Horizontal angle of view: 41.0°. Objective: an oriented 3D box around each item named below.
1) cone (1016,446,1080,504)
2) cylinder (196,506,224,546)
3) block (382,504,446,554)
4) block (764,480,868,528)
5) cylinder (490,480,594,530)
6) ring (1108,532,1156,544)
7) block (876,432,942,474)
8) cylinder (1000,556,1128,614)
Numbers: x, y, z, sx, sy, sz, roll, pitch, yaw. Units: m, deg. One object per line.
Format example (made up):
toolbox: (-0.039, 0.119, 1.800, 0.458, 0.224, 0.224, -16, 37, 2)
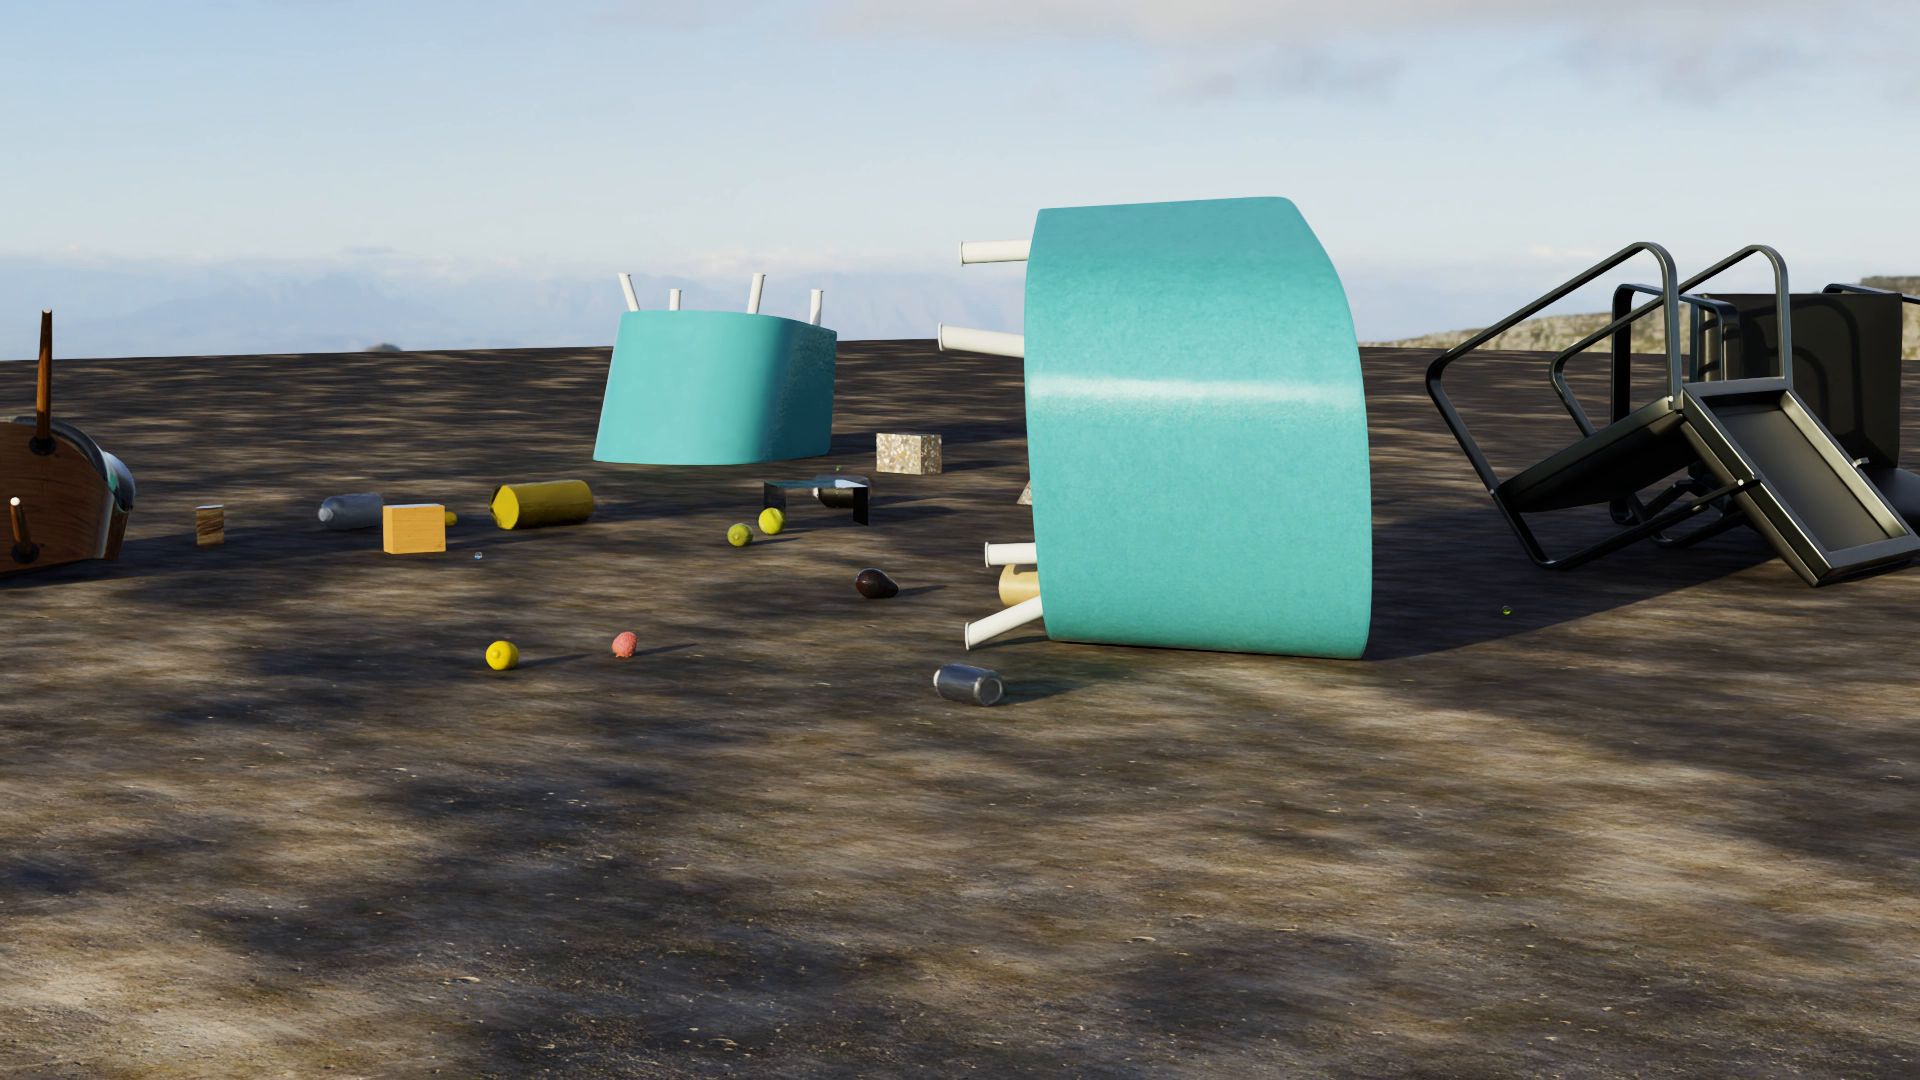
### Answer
cone: (0.258, -0.190, 7.453, 0.186, 0.165, 0.143, 0, 6, -5)
cylinder: (-1.837, -0.034, 6.284, 0.044, 0.095, 0.081, 3, 7, 27)
block: (-1.308, -0.028, 6.150, 0.129, 0.109, 0.071, -3, 7, -30)
block: (-0.385, -0.097, 6.838, 0.224, 0.105, 0.236, -2, 6, -18)
cylinder: (-1.101, -0.093, 6.763, 0.256, 0.113, 0.116, -7, 52, -49)
ring: (0.427, -0.004, 6.342, 0.127, 0.023, 0.062, -1, 7, -18)
block: (-0.172, -0.292, 8.626, 0.209, 0.127, 0.099, 6, 8, 44)
cylinder: (0.205, 0.087, 5.041, 0.193, 0.107, 0.194, 0, 7, 26)
